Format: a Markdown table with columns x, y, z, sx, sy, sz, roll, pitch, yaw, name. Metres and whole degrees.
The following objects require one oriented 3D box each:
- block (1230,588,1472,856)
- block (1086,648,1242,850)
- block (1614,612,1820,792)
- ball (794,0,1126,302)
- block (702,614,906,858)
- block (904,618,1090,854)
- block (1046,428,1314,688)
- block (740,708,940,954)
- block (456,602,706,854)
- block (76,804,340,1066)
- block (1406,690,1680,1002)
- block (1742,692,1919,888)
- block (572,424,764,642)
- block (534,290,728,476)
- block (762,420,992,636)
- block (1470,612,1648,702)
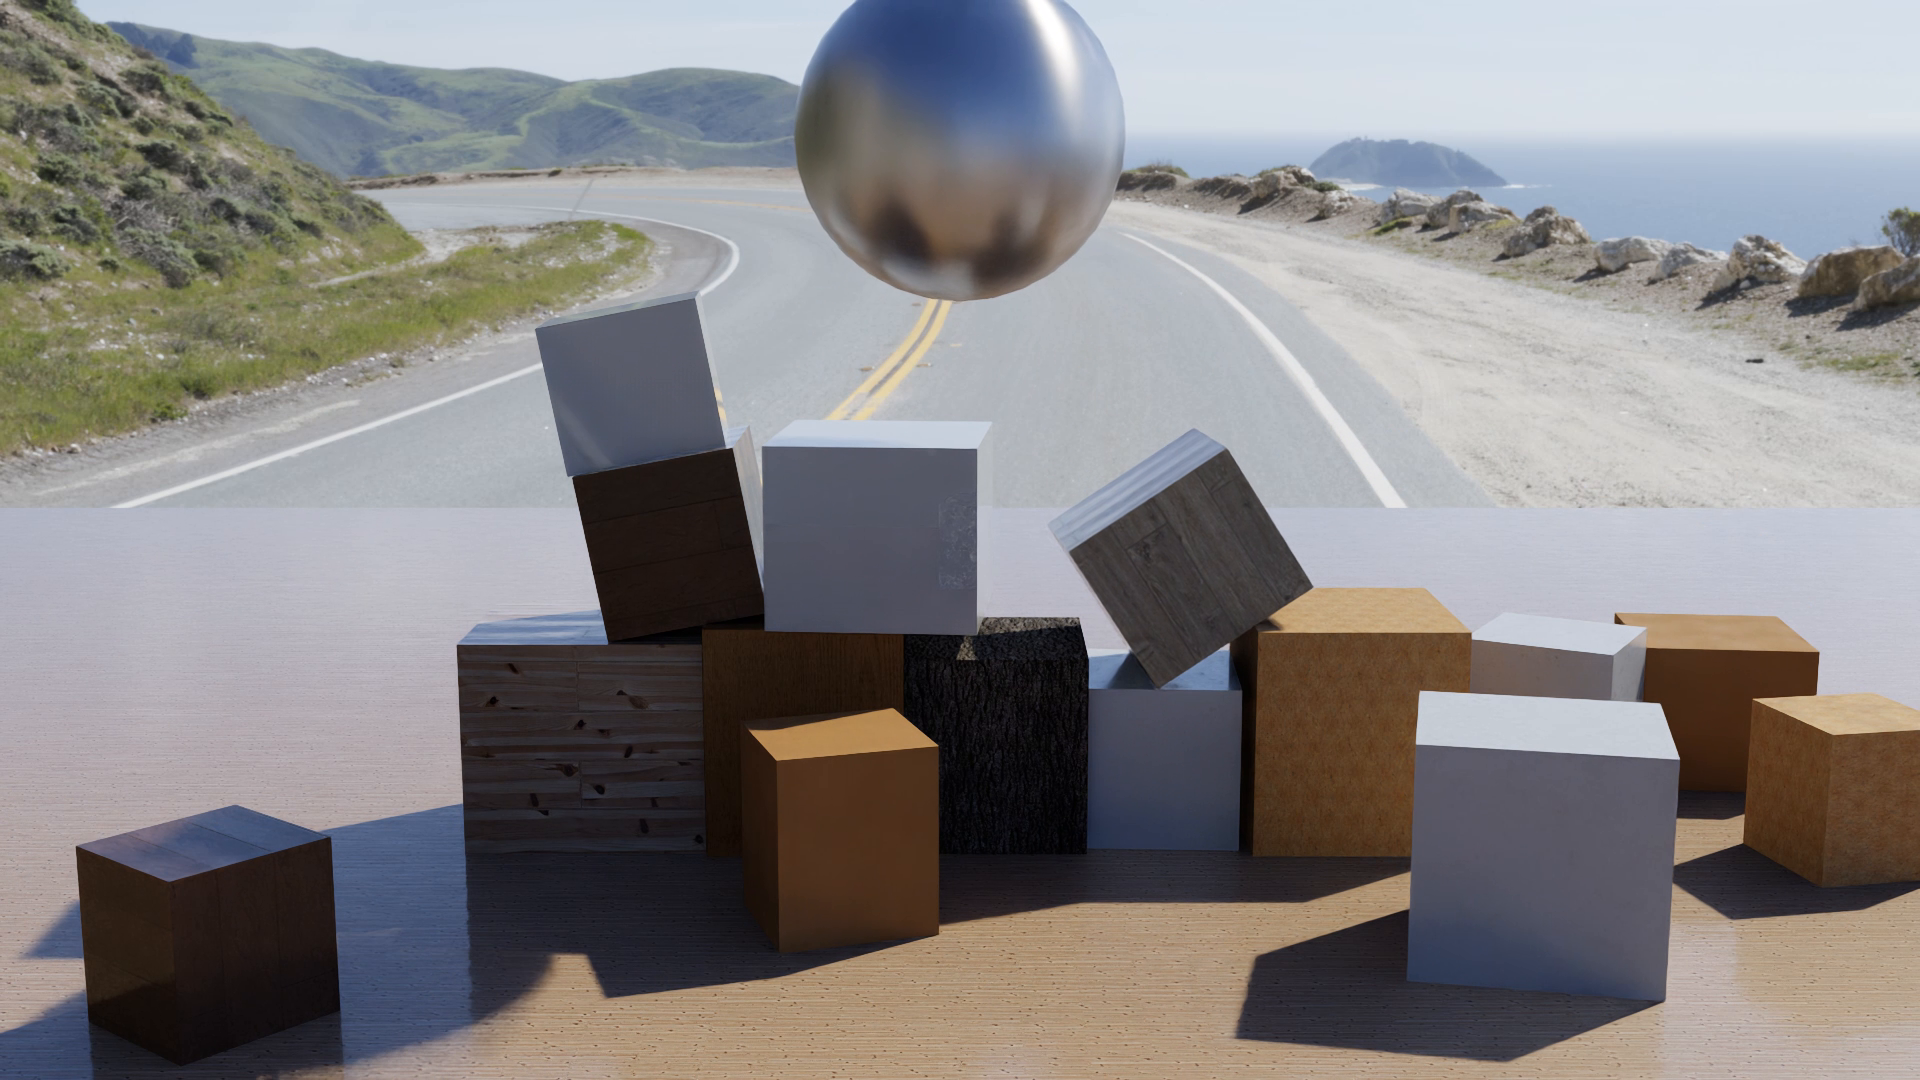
| x | y | z | sx | sy | sz | roll | pitch | yaw | name |
| --- | --- | --- | --- | --- | --- | --- | --- | --- | --- |
| 1.973 | 0.913 | 11.358 | 1.042 | 1.139 | 1.098 | 0 | 10 | 0 | block |
| 1.035 | 1.068 | 11.383 | 0.763 | 0.825 | 0.872 | 0 | 10 | 3 | block |
| 4.219 | 0.902 | 12.391 | 0.913 | 0.792 | 0.912 | 1 | 10 | 6 | block |
| 0.000 | -1.953 | 10.582 | 1.600 | 1.600 | 1.600 | 0 | 10 | 0 | ball |
| -0.766 | 0.904 | 11.363 | 0.980 | 1.156 | 1.134 | 0 | 10 | 0 | block |
| 0.180 | 0.989 | 11.351 | 0.908 | 0.994 | 0.986 | 0 | 10 | 0 | block |
| 1.099 | 0.075 | 11.175 | 0.921 | 0.831 | 0.817 | -33 | 11 | 1 | block |
| -0.552 | 1.299 | 9.979 | 0.733 | 0.874 | 0.698 | -3 | 11 | -18 | block |
| -1.867 | 0.949 | 11.363 | 1.202 | 1.068 | 0.997 | 0 | 10 | 0 | block |
| -3.024 | 1.569 | 8.865 | 0.681 | 0.741 | 0.718 | 8 | 13 | 39 | block |
| 2.502 | 1.296 | 9.543 | 1.048 | 1.035 | 0.921 | 2 | 11 | 12 | block |
| 4.360 | 1.213 | 10.796 | 0.672 | 0.751 | 0.688 | -2 | 11 | -11 | block |
| -1.419 | -0.051 | 11.176 | 0.797 | 0.834 | 0.874 | -10 | 10 | 2 | block |
| -1.632 | -0.800 | 11.058 | 0.785 | 0.735 | 0.747 | -11 | 10 | -3 | block |
| -0.389 | -0.086 | 11.044 | 1.034 | 0.906 | 1.018 | 1 | 10 | 5 | block |
| 3.193 | 0.942 | 11.851 | 0.783 | 0.906 | 0.747 | 6 | 12 | 29 | block |
